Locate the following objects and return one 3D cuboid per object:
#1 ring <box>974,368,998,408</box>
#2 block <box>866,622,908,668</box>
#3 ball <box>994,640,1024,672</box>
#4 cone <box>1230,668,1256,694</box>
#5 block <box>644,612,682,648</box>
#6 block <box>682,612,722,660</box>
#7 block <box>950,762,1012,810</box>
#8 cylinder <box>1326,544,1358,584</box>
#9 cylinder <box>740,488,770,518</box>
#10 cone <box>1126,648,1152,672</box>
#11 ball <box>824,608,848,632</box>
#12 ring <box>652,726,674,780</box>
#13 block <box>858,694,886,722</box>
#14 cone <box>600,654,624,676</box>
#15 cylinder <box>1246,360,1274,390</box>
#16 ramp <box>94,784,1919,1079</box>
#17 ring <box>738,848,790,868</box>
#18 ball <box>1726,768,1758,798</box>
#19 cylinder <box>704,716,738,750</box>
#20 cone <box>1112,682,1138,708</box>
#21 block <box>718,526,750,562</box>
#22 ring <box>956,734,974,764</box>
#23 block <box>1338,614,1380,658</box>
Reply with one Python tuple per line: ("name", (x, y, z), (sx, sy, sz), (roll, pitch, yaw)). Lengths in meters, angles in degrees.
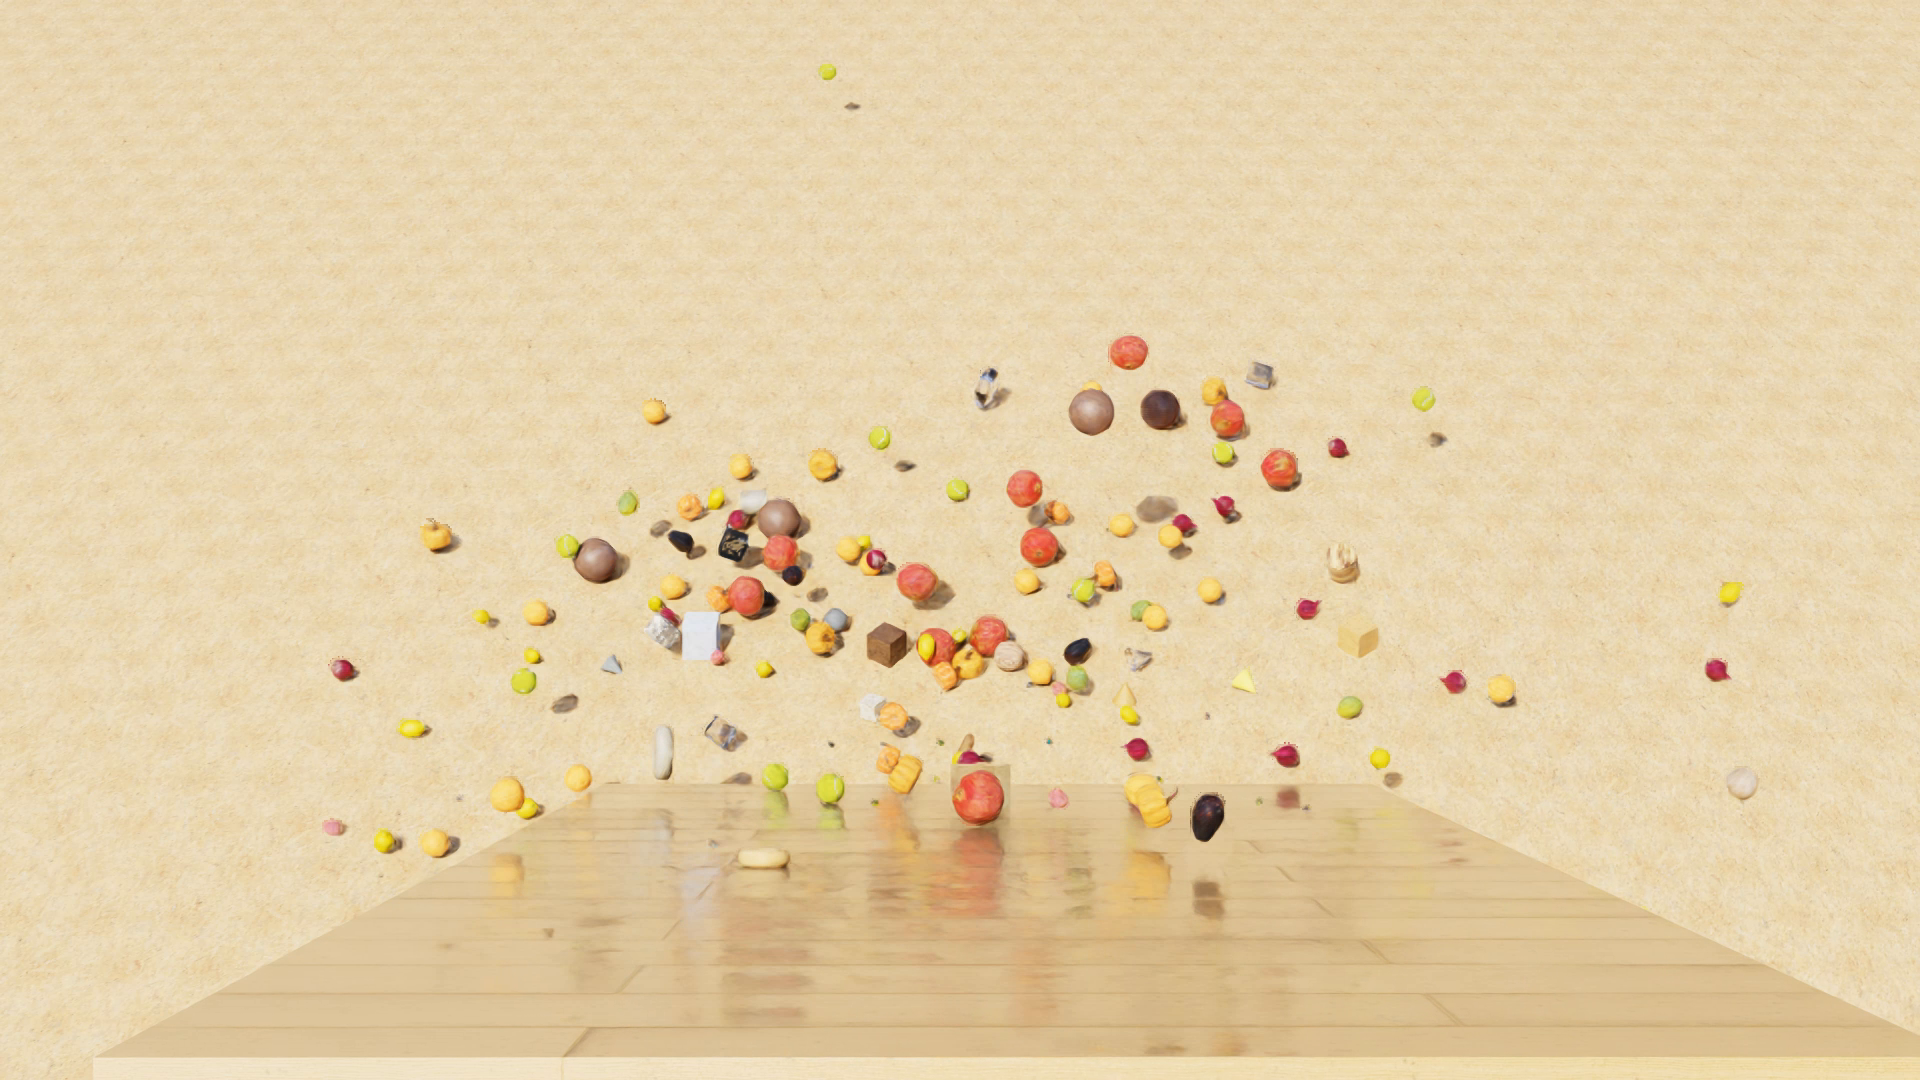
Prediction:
("ring", (0.086, -0.498, 8.478), (0.046, 0.137, 0.137), (23, 38, 11))
("block", (-0.207, 0.298, 7.360), (0.081, 0.081, 0.081), (22, 39, 30))
("ball", (0.138, 0.327, 7.311), (0.087, 0.087, 0.087), (0, 33, 0))
("cone", (0.804, 0.406, 7.238), (0.067, 0.067, 0.067), (-30, 68, -38))
("block", (-0.839, 0.256, 7.316), (0.063, 0.063, 0.063), (-51, 47, 3))
("block", (-0.736, 0.273, 7.384), (0.096, 0.096, 0.096), (1, 33, 2))
("block", (0.049, 0.572, 6.033), (0.099, 0.099, 0.099), (-1, -2, 44))
("cylinder", (1.127, 0.070, 7.661), (0.087, 0.087, 0.087), (-7, 59, 11))
("cylinder", (-0.632, -0.114, 7.979), (0.081, 0.081, 0.081), (-6, 34, -1))
("cone", (0.514, 0.329, 7.316), (0.072, 0.072, 0.072), (-16, 37, -20))
("ball", (-0.359, 0.231, 7.471), (0.070, 0.070, 0.070), (0, 33, 0))
("ring", (-0.734, 0.526, 6.404), (0.045, 0.136, 0.136), (2, 33, -12))
("block", (-0.239, 0.461, 7.134), (0.052, 0.052, 0.052), (15, 36, 30))
("cone", (-0.971, 0.362, 7.312), (0.059, 0.059, 0.059), (39, 43, 8))
("cylinder", (0.997, -0.549, 8.632), (0.077, 0.077, 0.077), (18, 36, 6))
("ramp", (0.074, 0.645, 4.768), (2.000, 0.100, 4.000), (0, -1, 0))
("ring", (-0.357, 0.578, 4.721), (0.095, 0.032, 0.095), (1, -3, 0))
("ball", (2.062, 0.641, 6.839), (0.081, 0.081, 0.081), (0, 33, 0))
("cylinder", (-0.646, 0.518, 6.990), (0.066, 0.066, 0.066), (35, 41, 6))
("cone", (0.458, 0.419, 7.187), (0.069, 0.069, 0.069), (0, 33, 0))
("block", (-0.670, 0.014, 7.679), (0.067, 0.067, 0.067), (20, 22, -17))
("ring", (0.014, 0.553, 6.819), (0.030, 0.089, 0.089), (22, 35, -1))
("block", (1.135, 0.274, 7.396), (0.080, 0.080, 0.080), (-24, 40, -32))
